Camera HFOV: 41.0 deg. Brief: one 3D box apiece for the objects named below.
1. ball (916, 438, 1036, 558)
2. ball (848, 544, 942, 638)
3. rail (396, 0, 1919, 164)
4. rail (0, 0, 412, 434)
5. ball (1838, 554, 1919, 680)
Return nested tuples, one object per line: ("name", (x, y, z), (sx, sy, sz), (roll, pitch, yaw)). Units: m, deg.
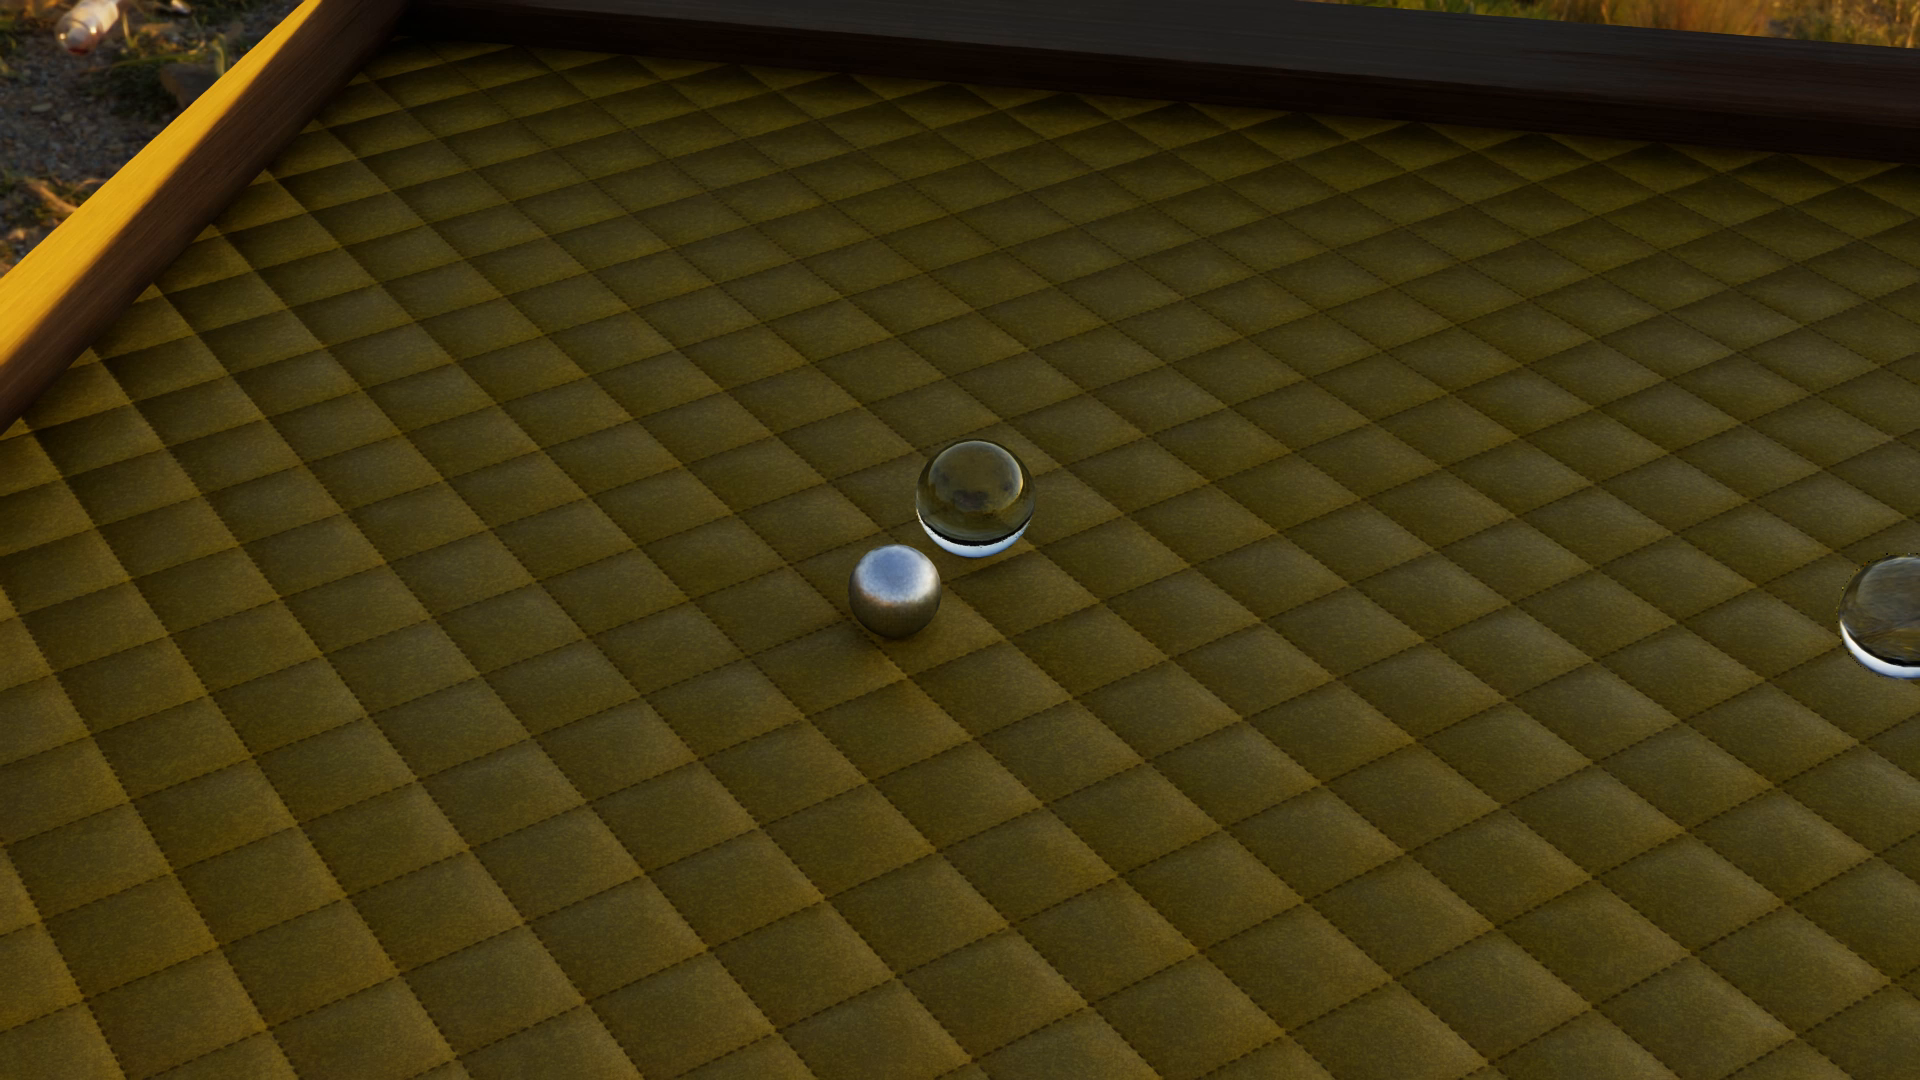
("ball", (0.012, -0.033, 2.026), (0.095, 0.095, 0.095), (0, 34, 0))
("ball", (-0.049, 0.039, 1.940), (0.071, 0.071, 0.071), (0, 34, 0))
("rail", (1.018, -0.421, 2.576), (3.401, 0.123, 0.045), (7, 35, 10))
("rail", (-0.809, -0.111, 2.115), (0.045, 0.123, 1.877), (7, 35, 10))
("ball", (0.698, 0.057, 1.894), (0.093, 0.093, 0.093), (0, 34, 0))
